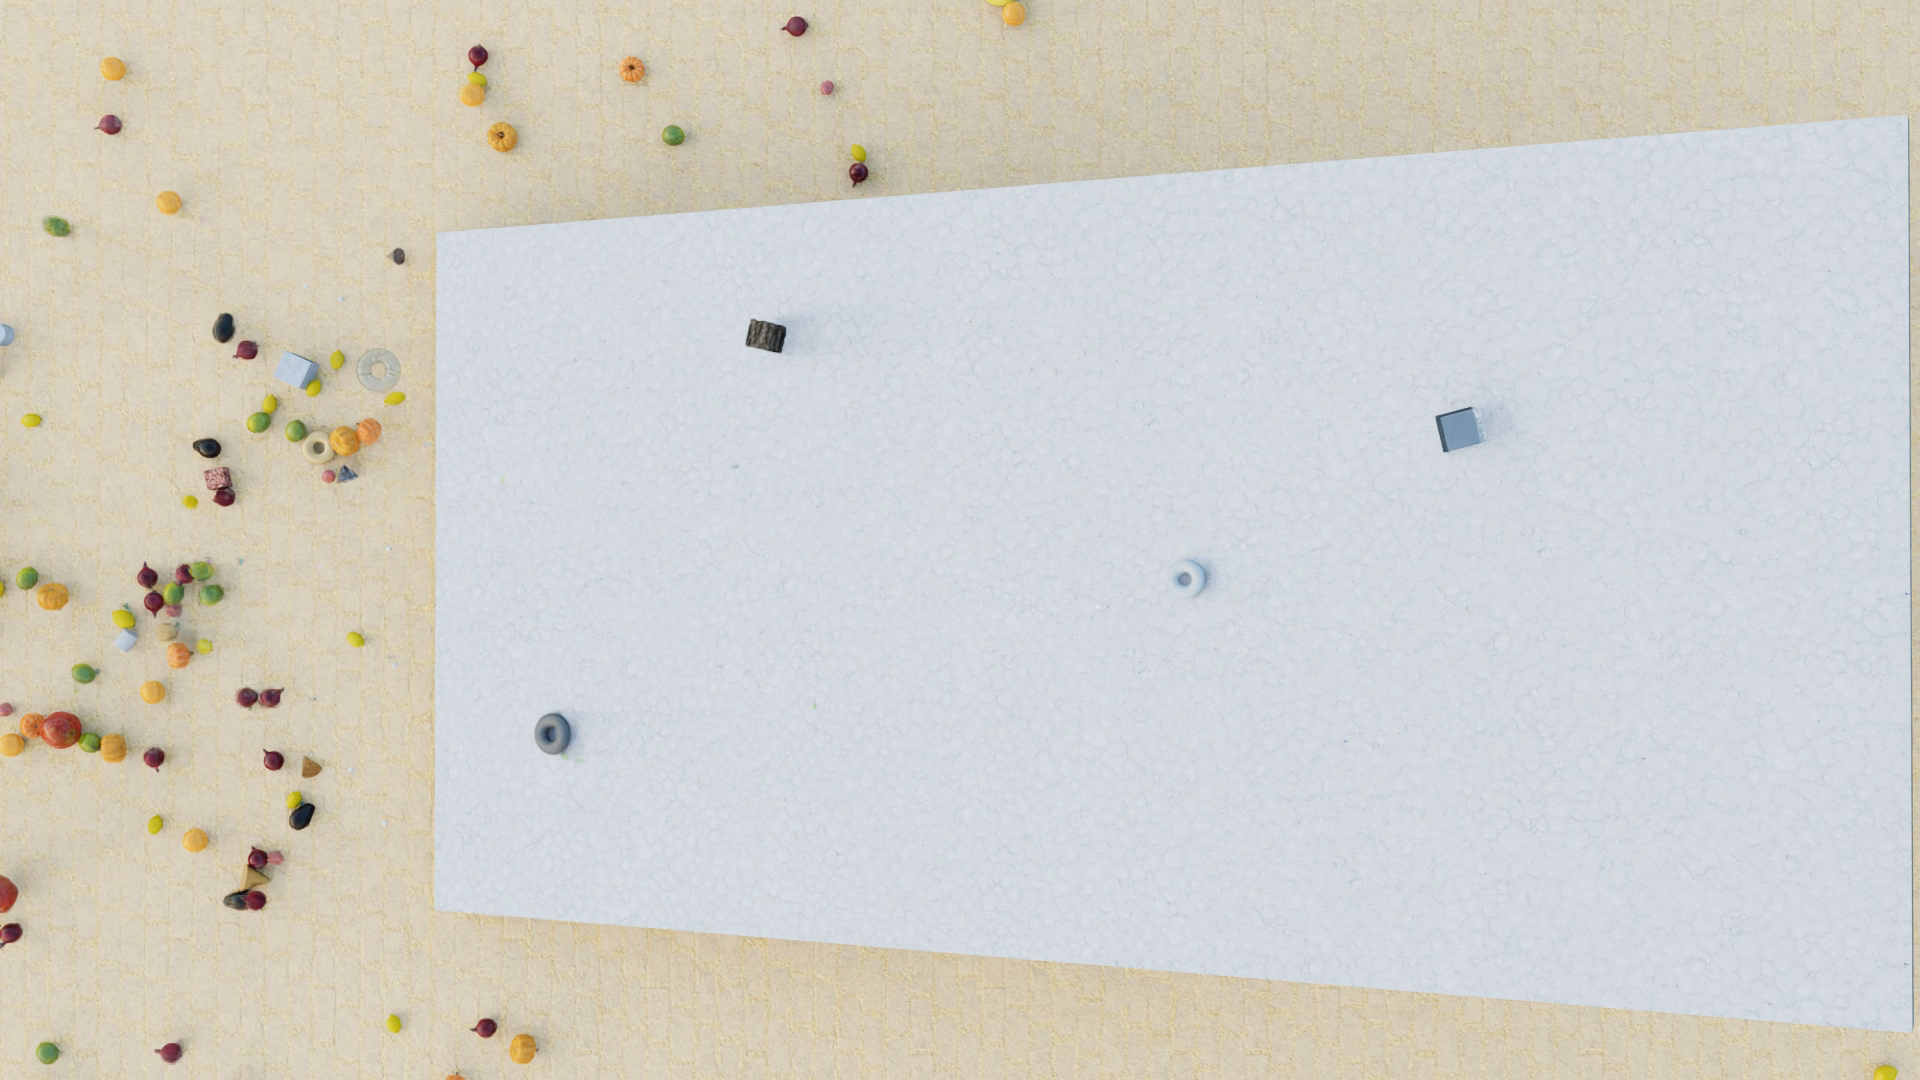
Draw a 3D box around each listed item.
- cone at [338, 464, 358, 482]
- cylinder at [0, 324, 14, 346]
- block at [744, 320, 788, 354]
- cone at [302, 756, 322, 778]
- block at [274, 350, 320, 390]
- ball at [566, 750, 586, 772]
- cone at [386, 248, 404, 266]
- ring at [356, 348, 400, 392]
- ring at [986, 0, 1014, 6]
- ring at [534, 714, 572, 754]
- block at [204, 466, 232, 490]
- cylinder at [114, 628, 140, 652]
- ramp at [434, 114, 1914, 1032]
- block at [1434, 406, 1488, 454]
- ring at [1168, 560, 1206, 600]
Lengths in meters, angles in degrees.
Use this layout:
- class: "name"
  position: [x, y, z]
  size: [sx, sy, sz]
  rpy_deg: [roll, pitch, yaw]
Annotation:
- class: "cone"
  position: [-1.823, -0.195, 6.577]
  size: [0.054, 0.054, 0.054]
  rpy_deg: [11, 89, -27]
- class: "cylinder"
  position: [-2.867, -0.614, 6.561]
  size: [0.066, 0.066, 0.066]
  rpy_deg: [0, 89, 0]
- class: "block"
  position: [-0.528, -0.554, 5.980]
  size: [0.074, 0.074, 0.074]
  rpy_deg: [15, 96, 25]
- class: "cone"
  position: [-1.948, 0.668, 6.565]
  size: [0.062, 0.062, 0.062]
  rpy_deg: [-37, 63, 0]
- class: "block"
  position: [-1.977, -0.504, 6.550]
  size: [0.085, 0.085, 0.085]
  rpy_deg: [24, 89, 0]
- class: "ball"
  position: [-1.092, 0.630, 6.265]
  size: [0.058, 0.058, 0.058]
  rpy_deg: [0, 89, 0]
- class: "cone"
  position: [-1.700, -0.848, 6.584]
  size: [0.052, 0.052, 0.052]
  rpy_deg: [1, 89, 27]
- class: "ring"
  position: [-1.737, -0.507, 6.571]
  size: [0.134, 0.045, 0.134]
  rpy_deg: [0, 90, -1]
- class: "ring"
  position: [0.121, -1.667, 6.583]
  size: [0.137, 0.046, 0.137]
  rpy_deg: [0, 88, 1]
- class: "ring"
  position: [-1.164, 0.555, 6.287]
  size: [0.120, 0.040, 0.120]
  rpy_deg: [-1, 88, 26]
- class: "block"
  position: [-2.213, -0.183, 6.560]
  size: [0.057, 0.057, 0.057]
  rpy_deg: [-12, 89, 0]
- class: "cylinder"
  position: [-2.486, 0.299, 6.557]
  size: [0.052, 0.052, 0.052]
  rpy_deg: [36, 89, 0]
- class: "ramp"
  position: [0.282, 0.082, 5.687]
  size: [4.000, 0.100, 2.000]
  rpy_deg: [0, 89, 25]
- class: "block"
  position: [1.178, -0.257, 5.164]
  size: [0.089, 0.089, 0.089]
  rpy_deg: [-15, 83, 24]
- class: "ring"
  position: [0.563, 0.098, 5.481]
  size: [0.100, 0.033, 0.100]
  rpy_deg: [0, 90, 24]
